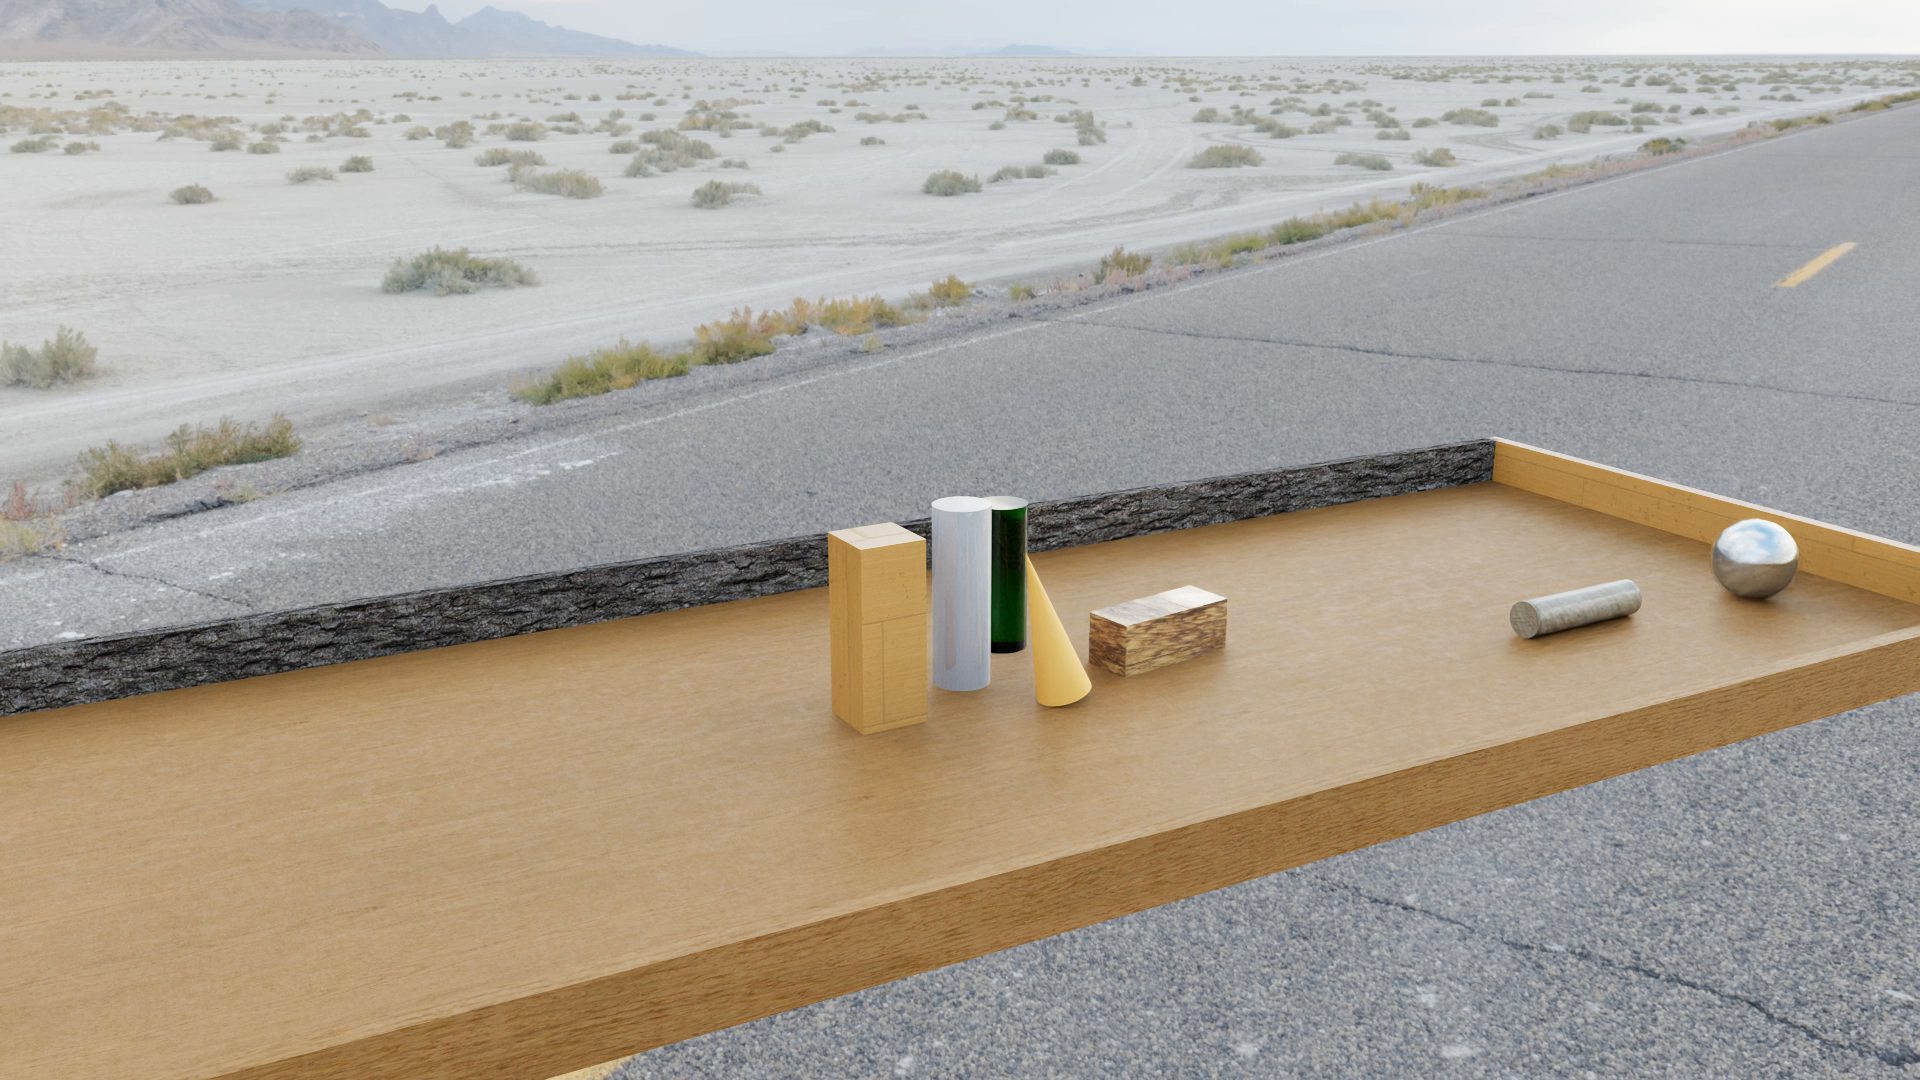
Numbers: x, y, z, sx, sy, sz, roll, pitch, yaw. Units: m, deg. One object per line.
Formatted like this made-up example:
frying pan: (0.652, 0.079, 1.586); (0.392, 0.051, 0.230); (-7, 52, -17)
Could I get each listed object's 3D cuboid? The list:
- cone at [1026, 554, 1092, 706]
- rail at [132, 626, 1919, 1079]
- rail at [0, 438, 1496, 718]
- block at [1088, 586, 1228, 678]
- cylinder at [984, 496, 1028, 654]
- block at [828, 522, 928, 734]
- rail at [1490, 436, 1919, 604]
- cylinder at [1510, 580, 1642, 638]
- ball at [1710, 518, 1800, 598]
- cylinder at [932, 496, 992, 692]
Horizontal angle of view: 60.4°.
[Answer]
cone: (0.204, 0.199, 3.958); (0.139, 0.382, 0.139); (-14, 22, 6)
rail: (-2.336, 1.006, 1.665); (12.000, 0.150, 0.050); (-9, 18, -27)
rail: (-3.305, 0.497, 3.399); (12.000, 0.150, 0.050); (-9, 18, -27)
block: (0.518, 0.236, 4.306); (0.361, 0.139, 0.139); (-12, 20, -36)
cylinder: (0.110, 0.091, 4.347); (0.137, 0.393, 0.137); (0, 16, 0)
block: (-0.192, 0.205, 3.864); (0.168, 0.448, 0.168); (-9, 19, -29)
rail: (2.466, -0.048, 5.253); (0.050, 0.150, 2.100); (-9, 18, -27)
cylinder: (1.697, 0.187, 4.539); (0.404, 0.101, 0.101); (-9, 19, -28)
ball: (2.293, 0.055, 4.759); (0.231, 0.231, 0.231); (0, 16, 0)
cylinder: (0.004, 0.133, 4.087); (0.147, 0.460, 0.147); (0, 16, 0)
